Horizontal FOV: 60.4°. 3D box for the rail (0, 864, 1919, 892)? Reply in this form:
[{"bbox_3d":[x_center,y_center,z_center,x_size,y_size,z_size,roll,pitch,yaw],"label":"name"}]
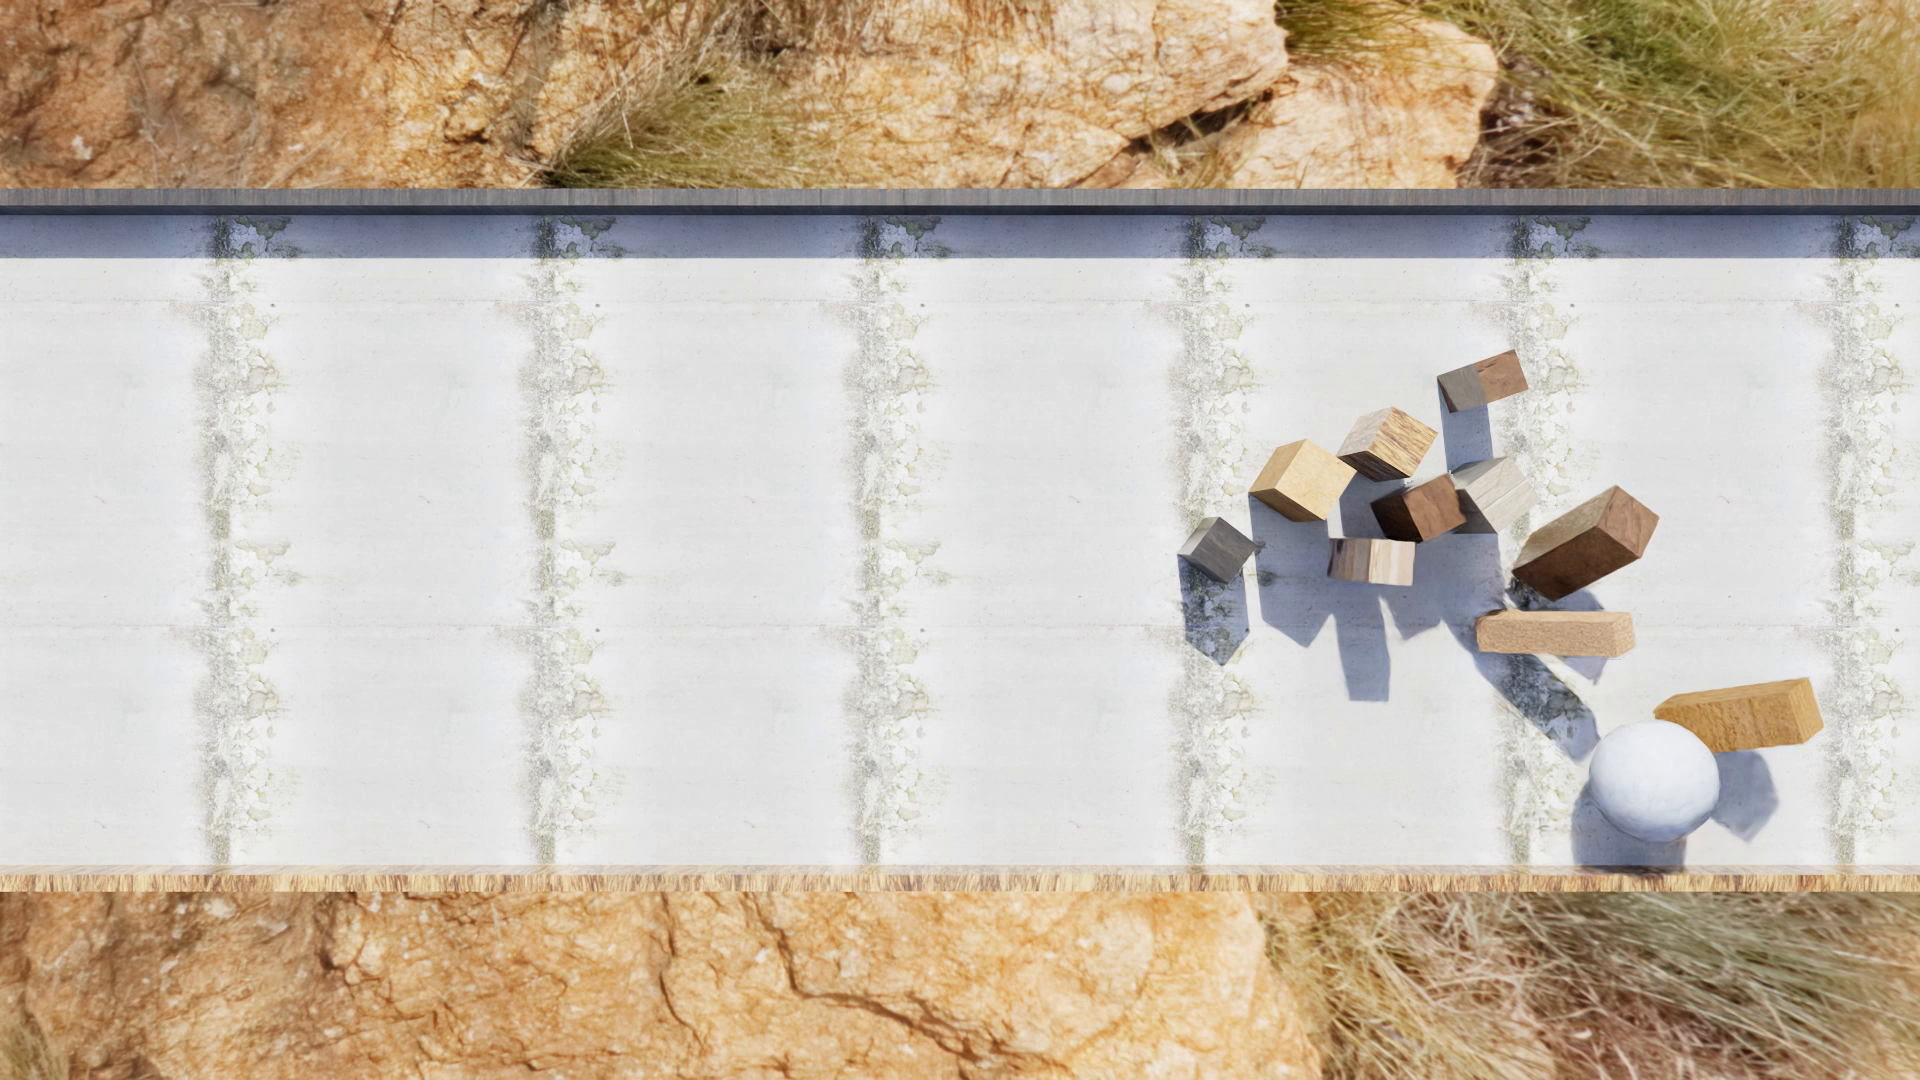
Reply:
[{"bbox_3d":[-2.247,1.025,5.001,12.000,0.150,0.050,0,90,0],"label":"rail"}]

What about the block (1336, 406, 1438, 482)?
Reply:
[{"bbox_3d":[1.253,-0.278,4.871,0.148,0.411,0.148,31,90,0],"label":"block"}]

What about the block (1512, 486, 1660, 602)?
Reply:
[{"bbox_3d":[1.833,0.016,4.852,0.159,0.417,0.159,36,65,-2],"label":"block"}]

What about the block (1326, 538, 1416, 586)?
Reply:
[{"bbox_3d":[1.206,0.061,4.865,0.124,0.415,0.124,5,90,-4],"label":"block"}]

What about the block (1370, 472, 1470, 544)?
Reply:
[{"bbox_3d":[1.363,-0.086,4.903,0.151,0.332,0.151,-25,88,-3],"label":"block"}]

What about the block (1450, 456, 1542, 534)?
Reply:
[{"bbox_3d":[1.536,-0.128,4.870,0.157,0.413,0.157,-36,90,0],"label":"block"}]

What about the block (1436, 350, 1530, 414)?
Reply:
[{"bbox_3d":[1.545,-0.468,4.890,0.122,0.374,0.122,-20,90,0],"label":"block"}]

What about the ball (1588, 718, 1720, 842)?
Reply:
[{"bbox_3d":[2.033,0.704,4.835,0.357,0.357,0.357,0,90,0],"label":"ball"}]

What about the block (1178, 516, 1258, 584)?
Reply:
[{"bbox_3d":[0.765,0.029,4.926,0.140,0.300,0.140,37,90,0],"label":"block"}]

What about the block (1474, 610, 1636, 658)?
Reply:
[{"bbox_3d":[1.748,0.273,4.864,0.103,0.447,0.103,-18,100,-38],"label":"block"}]

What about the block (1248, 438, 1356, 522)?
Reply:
[{"bbox_3d":[1.000,-0.170,4.857,0.167,0.439,0.167,33,90,0],"label":"block"}]

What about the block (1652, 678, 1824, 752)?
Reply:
[{"bbox_3d":[2.294,0.526,4.872,0.152,0.407,0.152,-18,90,-41],"label":"block"}]

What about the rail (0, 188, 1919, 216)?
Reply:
[{"bbox_3d":[-2.247,-1.025,5.002,12.000,0.150,0.050,0,90,0],"label":"rail"}]
